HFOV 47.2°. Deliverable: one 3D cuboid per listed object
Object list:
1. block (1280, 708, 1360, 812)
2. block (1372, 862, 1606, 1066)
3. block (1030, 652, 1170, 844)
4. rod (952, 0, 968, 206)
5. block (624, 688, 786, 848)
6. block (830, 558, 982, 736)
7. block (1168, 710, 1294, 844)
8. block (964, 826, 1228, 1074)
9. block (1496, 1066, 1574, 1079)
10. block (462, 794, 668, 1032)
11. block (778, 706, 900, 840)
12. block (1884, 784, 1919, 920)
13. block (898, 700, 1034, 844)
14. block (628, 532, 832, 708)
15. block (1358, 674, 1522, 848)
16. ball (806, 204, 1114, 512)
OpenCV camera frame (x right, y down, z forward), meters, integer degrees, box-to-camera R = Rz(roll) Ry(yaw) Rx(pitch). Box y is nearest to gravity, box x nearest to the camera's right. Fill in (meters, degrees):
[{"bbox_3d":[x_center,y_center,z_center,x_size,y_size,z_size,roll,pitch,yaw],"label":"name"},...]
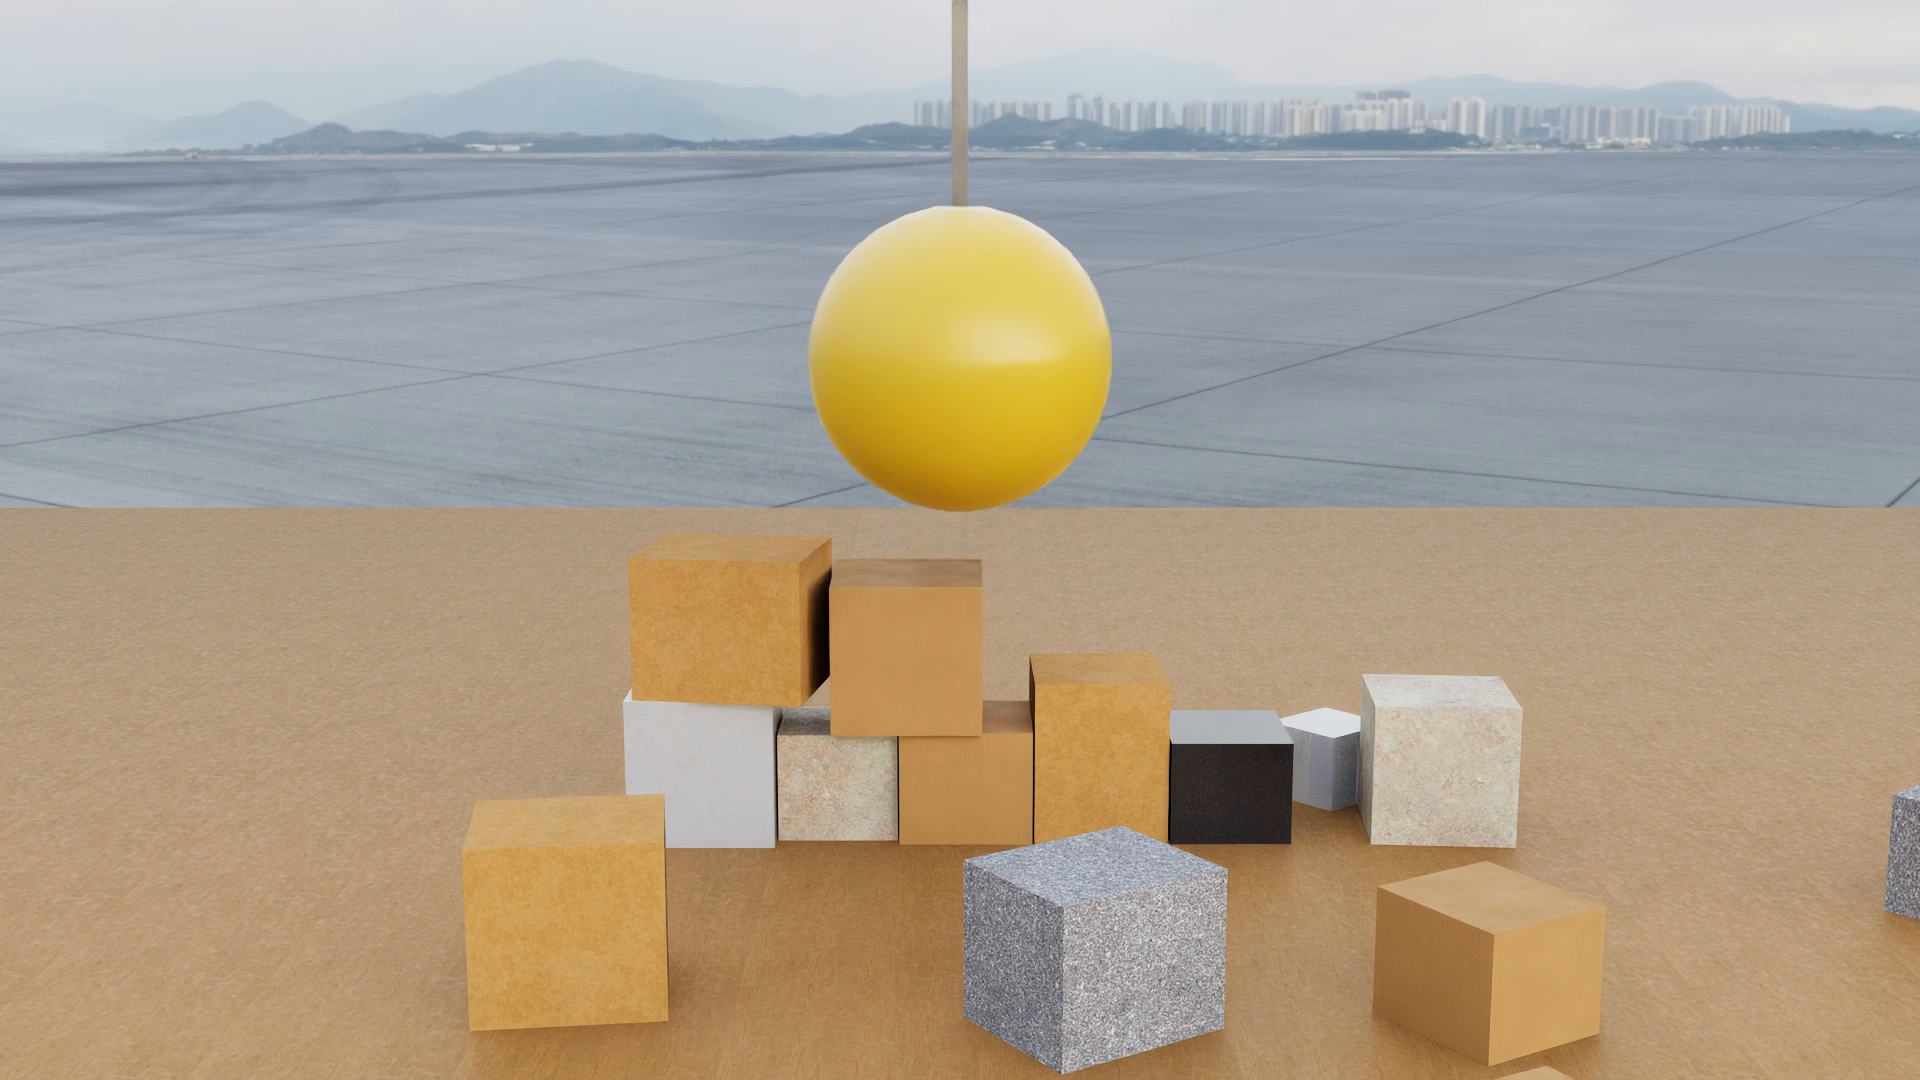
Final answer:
[{"bbox_3d":[1.997,1.184,11.932,0.465,0.402,0.444,-9,14,-40],"label":"block"},{"bbox_3d":[2.115,1.683,8.824,0.607,0.532,0.648,-6,12,-31],"label":"block"},{"bbox_3d":[0.710,1.067,11.394,0.676,0.825,0.685,0,10,-1],"label":"block"},{"bbox_3d":[0.000,-4.230,10.632,0.080,5.200,0.080,0,15,0],"label":"rod"},{"bbox_3d":[-1.301,1.105,11.373,0.741,0.757,0.790,0,10,0],"label":"block"},{"bbox_3d":[-0.268,0.538,11.260,0.755,0.754,0.758,0,10,0],"label":"block"},{"bbox_3d":[1.367,1.220,11.389,0.610,0.525,0.660,0,10,0],"label":"block"},{"bbox_3d":[0.536,1.618,8.805,0.804,0.666,0.675,-7,12,-33],"label":"block"},{"bbox_3d":[1.896,2.038,7.177,0.441,0.422,0.443,-6,12,-28],"label":"block"},{"bbox_3d":[-1.611,1.522,9.091,0.787,0.752,0.672,-1,10,-7],"label":"block"},{"bbox_3d":[-0.618,1.203,11.409,0.606,0.550,0.582,0,10,0],"label":"block"},{"bbox_3d":[4.712,1.443,10.081,0.625,0.554,0.632,-9,14,-41],"label":"block"},{"bbox_3d":[0.030,1.194,11.380,0.671,0.580,0.659,0,10,0],"label":"block"},{"bbox_3d":[-1.149,0.392,11.162,0.862,0.721,0.725,2,10,9],"label":"block"},{"bbox_3d":[2.463,1.128,11.355,0.722,0.717,0.684,1,10,4],"label":"block"},{"bbox_3d":[0.000,-0.947,11.517,1.600,1.600,1.600,0,10,0],"label":"ball"}]
